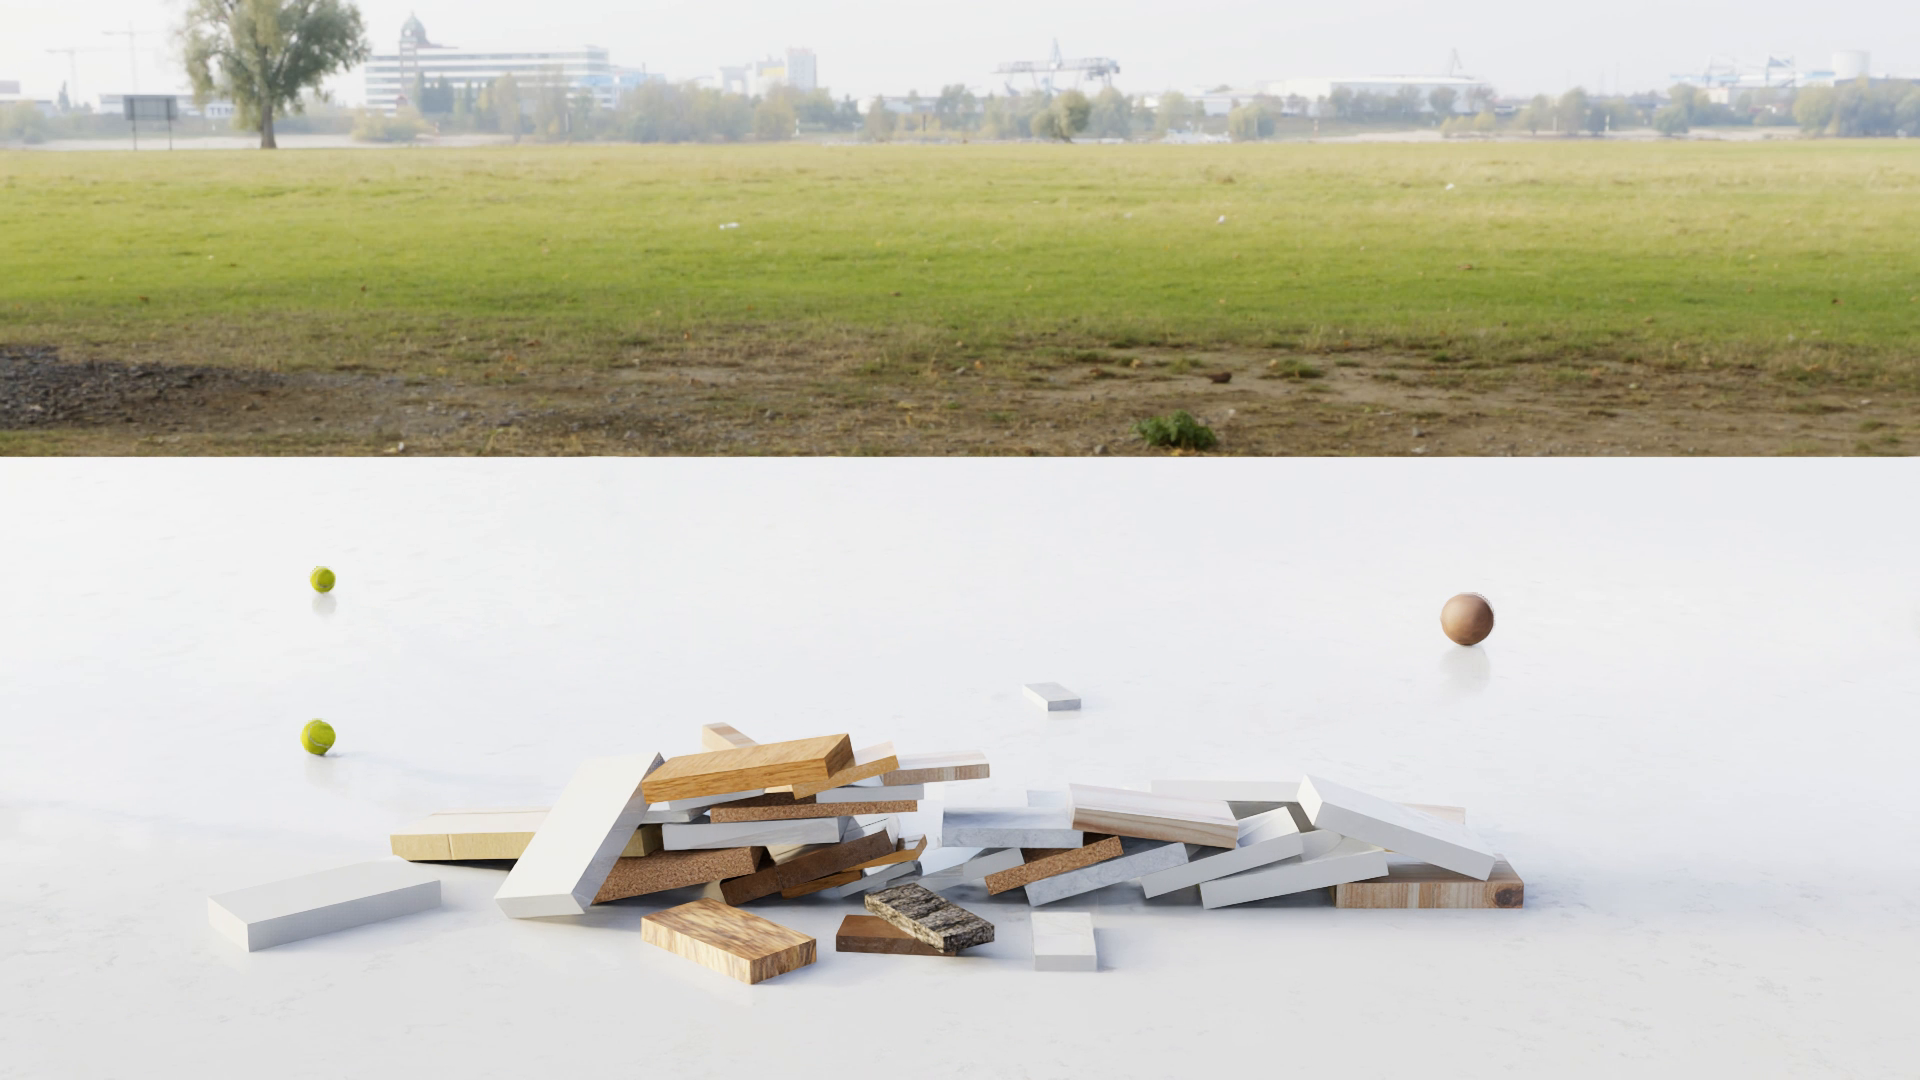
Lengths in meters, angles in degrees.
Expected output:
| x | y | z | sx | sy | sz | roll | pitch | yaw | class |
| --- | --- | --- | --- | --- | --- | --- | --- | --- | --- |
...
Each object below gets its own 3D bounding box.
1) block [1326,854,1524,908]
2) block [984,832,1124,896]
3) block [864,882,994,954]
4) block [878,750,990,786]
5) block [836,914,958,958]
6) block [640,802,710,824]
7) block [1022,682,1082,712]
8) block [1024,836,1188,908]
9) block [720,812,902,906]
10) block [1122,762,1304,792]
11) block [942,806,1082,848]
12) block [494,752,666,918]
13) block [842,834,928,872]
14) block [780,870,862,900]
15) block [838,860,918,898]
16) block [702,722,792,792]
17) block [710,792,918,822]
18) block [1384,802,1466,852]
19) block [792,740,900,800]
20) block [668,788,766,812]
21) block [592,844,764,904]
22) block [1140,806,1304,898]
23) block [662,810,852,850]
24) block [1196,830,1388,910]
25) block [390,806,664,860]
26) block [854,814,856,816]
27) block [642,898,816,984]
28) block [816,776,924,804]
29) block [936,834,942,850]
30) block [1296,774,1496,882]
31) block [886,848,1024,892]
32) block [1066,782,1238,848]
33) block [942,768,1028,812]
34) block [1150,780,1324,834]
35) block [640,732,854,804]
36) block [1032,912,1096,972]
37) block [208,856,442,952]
| x | y | z | sx | sy | sz | roll | pitch | yaw | class |
| --- | --- | --- | --- | --- | --- | --- | --- | --- | --- |
| 0.769 | 0.568 | 3.670 | 0.305 | 0.043 | 0.153 | 0 | 11 | 0 | block |
| 0.153 | 0.522 | 3.654 | 0.230 | 0.033 | 0.115 | -18 | 10 | 3 | block |
| -0.050 | 0.591 | 3.448 | 0.093 | 0.026 | 0.232 | -7 | 13 | -33 | block |
| -0.045 | 0.376 | 3.632 | 0.175 | 0.025 | 0.088 | -3 | 11 | -9 | block |
| -0.094 | 0.619 | 3.441 | 0.186 | 0.026 | 0.093 | 1 | 11 | 7 | block |
| -0.490 | 0.448 | 3.668 | 0.157 | 0.022 | 0.078 | -7 | 11 | 33 | block |
| 0.204 | 0.349 | 4.906 | 0.080 | 0.023 | 0.159 | -3 | 11 | -18 | block |
| 0.239 | 0.534 | 3.659 | 0.269 | 0.038 | 0.135 | -16 | 10 | 3 | block |
| -0.247 | 0.523 | 3.656 | 0.292 | 0.041 | 0.146 | -19 | 9 | 6 | block |
| 0.473 | 0.465 | 4.015 | 0.313 | 0.044 | 0.157 | -7 | 10 | -19 | block |
| 0.086 | 0.475 | 3.640 | 0.230 | 0.033 | 0.115 | 0 | 11 | 1 | block |
| -0.618 | 0.482 | 3.618 | 0.162 | 0.046 | 0.325 | -9 | 34 | 30 | block |
| -0.127 | 0.519 | 3.647 | 0.134 | 0.019 | 0.067 | -12 | 11 | 16 | block |
| -0.230 | 0.563 | 3.667 | 0.134 | 0.019 | 0.067 | -15 | 10 | 2 | block |
| -0.137 | 0.554 | 3.671 | 0.134 | 0.019 | 0.067 | -21 | 10 | 8 | block |
| -0.356 | 0.453 | 3.906 | 0.044 | 0.155 | 0.365 | -6 | 16 | -33 | block |
| -0.240 | 0.433 | 3.617 | 0.336 | 0.022 | 0.078 | -3 | 10 | -4 | block |
| 0.746 | 0.514 | 3.959 | 0.313 | 0.044 | 0.157 | 3 | 11 | 15 | block |
| -0.189 | 0.375 | 3.593 | 0.175 | 0.025 | 0.088 | -16 | 11 | -4 | block |
| -0.396 | 0.412 | 3.621 | 0.157 | 0.022 | 0.078 | -11 | 10 | 5 | block |
| -0.479 | 0.539 | 3.668 | 0.292 | 0.041 | 0.146 | -11 | 10 | 4 | block |
| 0.428 | 0.518 | 3.655 | 0.269 | 0.038 | 0.135 | -17 | 10 | 2 | block |
| -0.335 | 0.467 | 3.665 | 0.292 | 0.041 | 0.146 | -4 | 10 | 6 | block |
| 0.545 | 0.540 | 3.659 | 0.305 | 0.043 | 0.153 | -11 | 10 | 2 | block |
| -0.729 | 0.505 | 3.812 | 0.504 | 0.046 | 0.162 | -4 | 8 | 22 | block |
| -0.217 | 0.502 | 4.024 | 0.155 | 0.044 | 0.310 | -2 | 11 | -11 | block |
| -0.360 | 0.619 | 3.410 | 0.264 | 0.037 | 0.132 | 10 | 15 | 44 | block |
| -0.147 | 0.406 | 3.622 | 0.176 | 0.025 | 0.088 | -2 | 10 | -1 | block |
| 0.067 | 0.540 | 3.864 | 0.199 | 0.028 | 0.099 | -3 | 11 | -13 | block |
| 0.722 | 0.477 | 3.656 | 0.305 | 0.043 | 0.153 | 18 | 10 | -5 | block |
| -0.007 | 0.539 | 3.661 | 0.229 | 0.033 | 0.115 | -18 | 10 | 4 | block |
| 0.315 | 0.455 | 3.634 | 0.269 | 0.038 | 0.135 | 7 | 10 | -3 | block |
| 0.047 | 0.490 | 4.090 | 0.155 | 0.044 | 0.310 | 0 | 11 | 0 | block |
| 0.485 | 0.486 | 3.803 | 0.313 | 0.157 | 0.044 | 1 | 42 | 3 | block |
| -0.348 | 0.374 | 3.601 | 0.321 | 0.037 | 0.132 | -9 | 10 | 17 | block |
| 0.160 | 0.623 | 3.417 | 0.093 | 0.026 | 0.186 | 0 | 11 | 0 | block |
| -1.028 | 0.586 | 3.564 | 0.325 | 0.046 | 0.162 | -9 | 14 | -39 | block |
